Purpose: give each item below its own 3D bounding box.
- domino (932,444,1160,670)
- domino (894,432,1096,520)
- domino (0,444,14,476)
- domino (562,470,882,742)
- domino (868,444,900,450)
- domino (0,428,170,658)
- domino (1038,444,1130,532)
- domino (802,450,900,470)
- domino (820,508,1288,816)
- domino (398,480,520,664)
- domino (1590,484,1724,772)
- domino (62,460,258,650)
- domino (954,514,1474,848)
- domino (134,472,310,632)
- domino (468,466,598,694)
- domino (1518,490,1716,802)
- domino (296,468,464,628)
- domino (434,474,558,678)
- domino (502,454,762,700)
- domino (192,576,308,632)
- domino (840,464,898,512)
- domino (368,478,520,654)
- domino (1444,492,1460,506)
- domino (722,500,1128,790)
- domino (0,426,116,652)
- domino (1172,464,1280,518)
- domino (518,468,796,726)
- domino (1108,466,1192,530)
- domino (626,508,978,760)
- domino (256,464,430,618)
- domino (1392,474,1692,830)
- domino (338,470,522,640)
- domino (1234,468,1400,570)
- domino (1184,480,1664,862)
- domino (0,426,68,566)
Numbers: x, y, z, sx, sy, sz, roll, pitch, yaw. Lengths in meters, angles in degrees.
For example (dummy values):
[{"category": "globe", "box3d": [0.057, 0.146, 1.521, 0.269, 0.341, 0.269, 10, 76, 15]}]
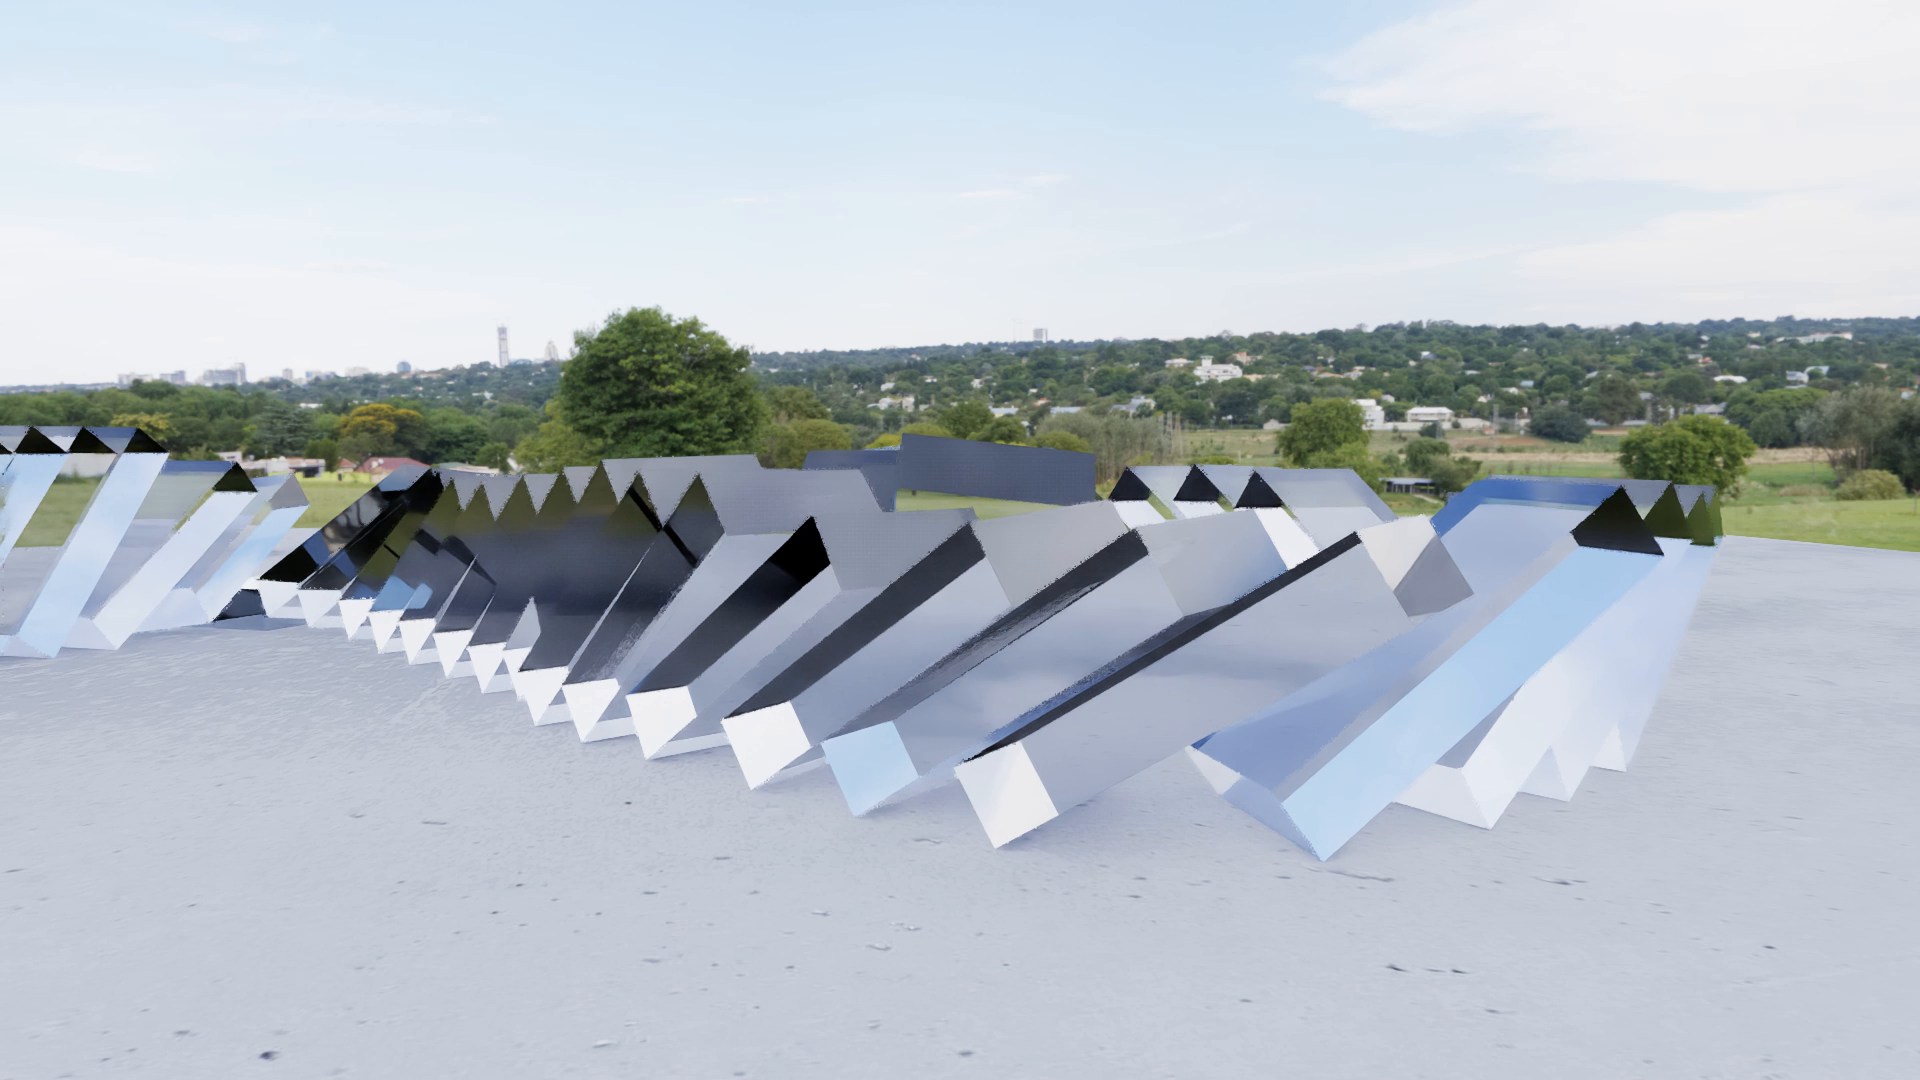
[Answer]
[{"category": "domino", "box3d": [0.016, 0.002, 0.251, 0.009, 0.050, 0.025, -44, 6, 0]}, {"category": "domino", "box3d": [0.003, 0.007, 0.181, 0.025, 0.009, 0.050, 6, -40, -1]}, {"category": "domino", "box3d": [-0.198, 0.002, 0.233, 0.025, 0.050, 0.010, 1, -32, 14]}, {"category": "domino", "box3d": [-0.034, 0.010, 0.178, 0.025, 0.010, 0.050, -4, -33, -43]}, {"category": "domino", "box3d": [-0.003, 0.003, 0.240, 0.050, 0.010, 0.025, 45, -23, -25]}, {"category": "domino", "box3d": [-0.189, 0.000, 0.267, 0.025, 0.050, 0.009, 1, -32, 14]}, {"category": "domino", "box3d": [0.031, 0.002, 0.257, 0.010, 0.050, 0.025, -45, -3, 8]}, {"category": "domino", "box3d": [-0.008, 0.005, 0.219, 0.025, 0.010, 0.050, 2, -39, 20]}, {"category": "domino", "box3d": [0.010, 0.014, 0.143, 0.050, 0.010, 0.025, -37, -18, 35]}, {"category": "domino", "box3d": [-0.085, 0.006, 0.241, 0.025, 0.010, 0.050, -4, -28, -43]}, {"category": "domino", "box3d": [0.090, 0.010, 0.187, 0.025, 0.010, 0.050, 5, 41, 44]}, {"category": "domino", "box3d": [-0.182, 0.002, 0.283, 0.025, 0.010, 0.050, 1, 43, 14]}, {"category": "domino", "box3d": [0.026, 0.015, 0.134, 0.050, 0.010, 0.025, -36, -15, 30]}, {"category": "domino", "box3d": [-0.178, 0.002, 0.302, 0.025, 0.010, 0.050, -7, 32, 5]}, {"category": "domino", "box3d": [-0.061, 0.007, 0.214, 0.025, 0.010, 0.050, -4, -33, -43]}, {"category": "domino", "box3d": [0.078, 0.012, 0.172, 0.025, 0.010, 0.050, 5, 41, 50]}, {"category": "domino", "box3d": [-0.118, 0.003, 0.280, 0.050, 0.010, 0.025, -34, -18, 24]}, {"category": "domino", "box3d": [-0.072, 0.007, 0.227, 0.025, 0.010, 0.050, -4, -31, -43]}, {"category": "domino", "box3d": [-0.051, 0.006, 0.200, 0.025, 0.010, 0.050, -6, -32, -41]}, {"category": "domino", "box3d": [-0.162, 0.014, 0.319, 0.025, 0.010, 0.050, 1, 5, 18]}, {"category": "domino", "box3d": [-0.003, 0.008, 0.201, 0.025, 0.010, 0.050, 1, -36, 7]}, {"category": "domino", "box3d": [-0.096, 0.005, 0.254, 0.025, 0.010, 0.050, -3, -29, -45]}, {"category": "domino", "box3d": [0.094, 0.010, 0.214, 0.025, 0.010, 0.050, 7, 33, 15]}, {"category": "domino", "box3d": [-0.004, 0.013, 0.153, 0.025, 0.010, 0.050, -10, -22, -48]}, {"category": "domino", "box3d": [-0.194, 0.000, 0.256, 0.025, 0.050, 0.010, 1, -32, 14]}, {"category": "domino", "box3d": [0.066, 0.005, 0.248, 0.025, 0.010, 0.050, -1, 41, -36]}, {"category": "domino", "box3d": [-0.044, 0.009, 0.189, 0.025, 0.010, 0.050, -4, -33, -43]}, {"category": "domino", "box3d": [0.055, 0.004, 0.259, 0.025, 0.009, 0.050, -3, 42, -42]}, {"category": "domino", "box3d": [-0.020, 0.013, 0.167, 0.025, 0.010, 0.050, -4, -26, -44]}, {"category": "domino", "box3d": [-0.131, 0.002, 0.290, 0.050, 0.009, 0.025, -32, -18, 19]}, {"category": "domino", "box3d": [0.066, 0.011, 0.160, 0.050, 0.010, 0.025, -44, 26, -23]}, {"category": "domino", "box3d": [-0.106, 0.004, 0.267, 0.050, 0.010, 0.025, -39, -24, 34]}, {"category": "domino", "box3d": [0.074, 0.006, 0.232, 0.025, 0.009, 0.050, -2, 42, -30]}, {"category": "domino", "box3d": [0.051, 0.013, 0.145, 0.050, 0.010, 0.025, -39, 12, -8]}, {"category": "domino", "box3d": [-0.196, 0.001, 0.244, 0.025, 0.050, 0.010, 1, -32, 14]}]
